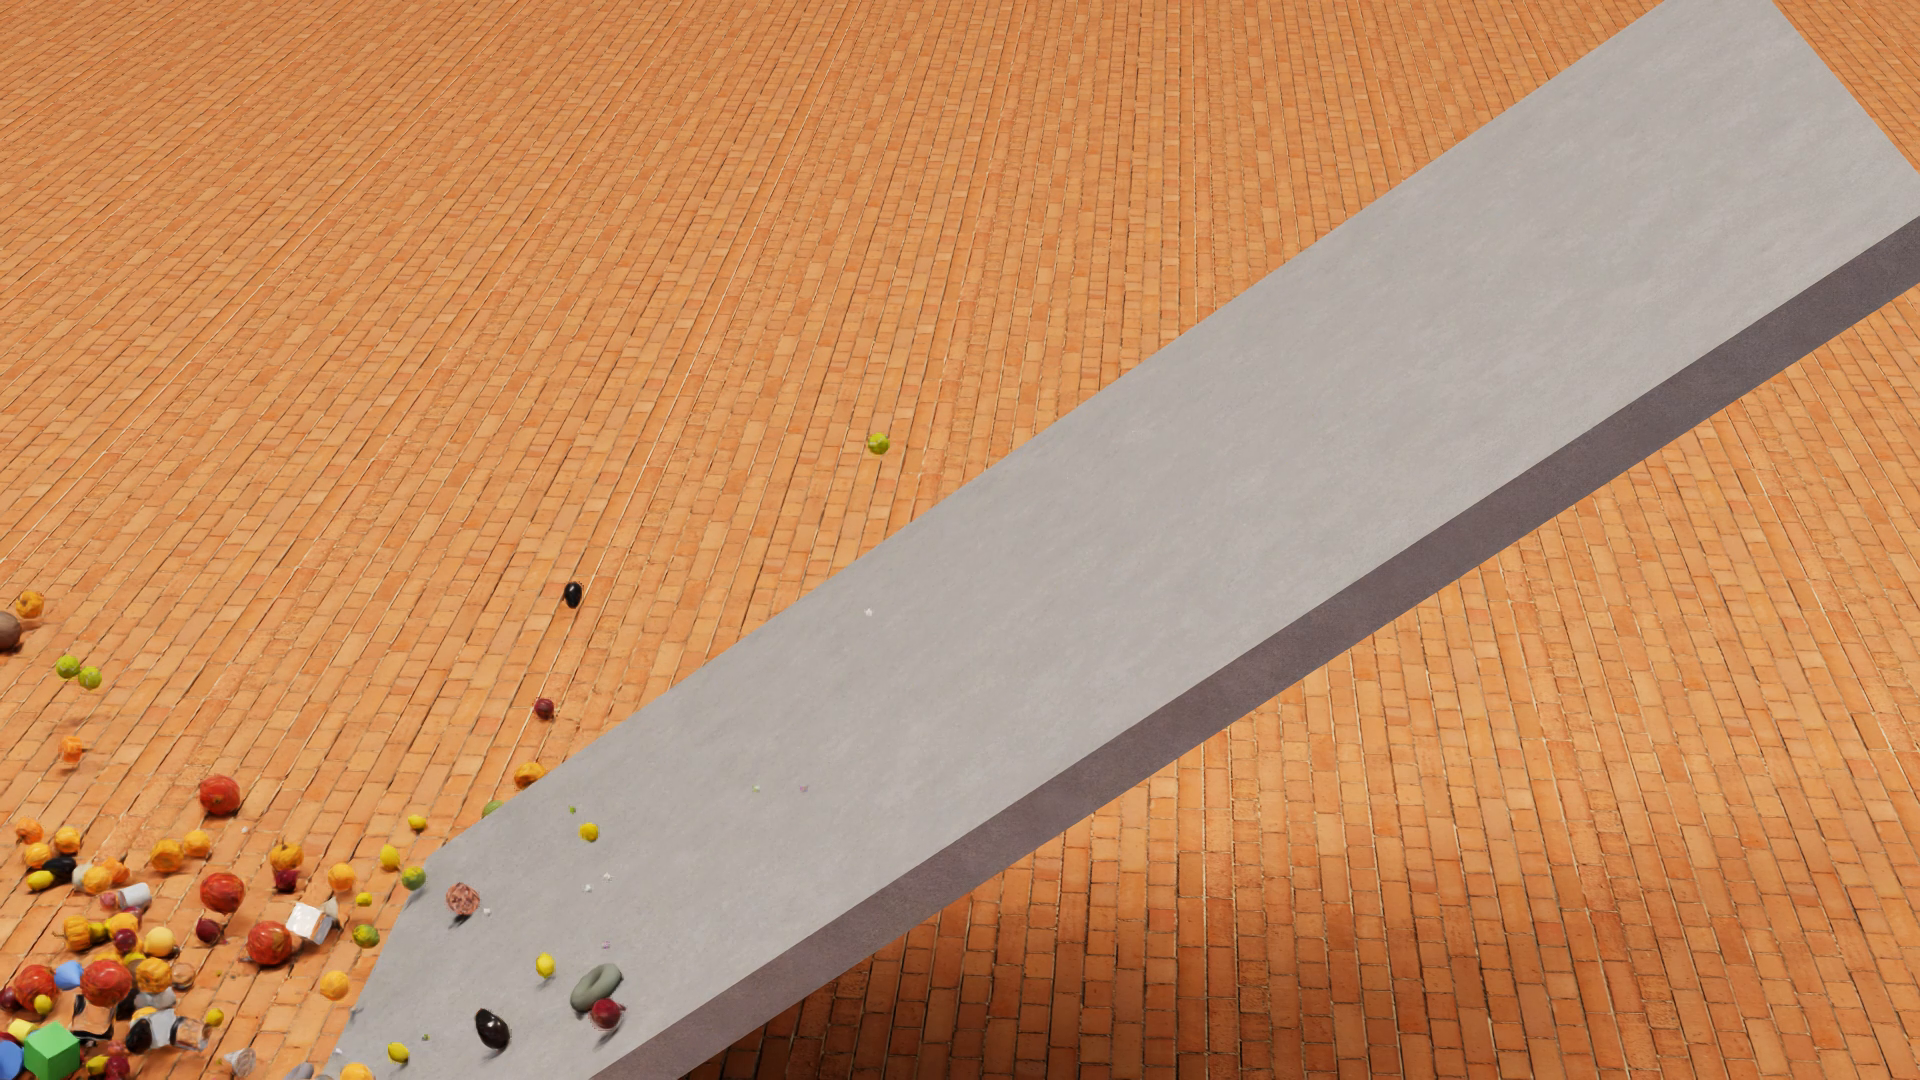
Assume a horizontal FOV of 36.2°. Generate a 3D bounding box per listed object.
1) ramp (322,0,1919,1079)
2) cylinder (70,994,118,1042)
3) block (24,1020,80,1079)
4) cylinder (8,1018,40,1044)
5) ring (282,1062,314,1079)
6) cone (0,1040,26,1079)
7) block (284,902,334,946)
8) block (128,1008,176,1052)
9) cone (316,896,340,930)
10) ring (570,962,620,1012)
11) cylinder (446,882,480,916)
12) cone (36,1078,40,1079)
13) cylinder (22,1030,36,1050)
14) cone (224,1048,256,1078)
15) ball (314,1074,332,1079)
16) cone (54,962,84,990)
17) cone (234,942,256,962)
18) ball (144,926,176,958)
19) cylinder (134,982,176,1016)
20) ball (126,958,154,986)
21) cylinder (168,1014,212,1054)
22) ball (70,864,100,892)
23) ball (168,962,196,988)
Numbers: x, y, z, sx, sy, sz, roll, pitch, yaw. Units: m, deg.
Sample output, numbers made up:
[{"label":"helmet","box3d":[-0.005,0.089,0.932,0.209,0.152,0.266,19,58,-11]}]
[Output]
[{"label":"ramp","box3d":[0.128,0.180,6.324,4.000,0.100,2.000,-34,16,17]},{"label":"cylinder","box3d":[-2.076,1.145,7.052,0.100,0.100,0.100,5,-15,1]},{"label":"block","box3d":[-2.125,1.201,6.883,0.089,0.089,0.089,30,39,26]},{"label":"cylinder","box3d":[-2.259,1.190,7.102,0.055,0.055,0.055,12,25,26]},{"label":"ring","box3d":[-1.554,1.266,6.872,0.106,0.035,0.106,-39,15,12]},{"label":"cone","box3d":[-2.233,1.239,7.001,0.098,0.098,0.098,14,0,30]},{"label":"block","box3d":[-1.660,0.979,7.503,0.075,0.075,0.075,17,-17,20]},{"label":"block","box3d":[-1.931,1.176,7.055,0.076,0.076,0.076,-17,1,31]},{"label":"cone","box3d":[-1.649,0.965,7.571,0.089,0.089,0.089,-5,23,-17]},{"label":"ring","box3d":[-0.743,0.913,5.999,0.122,0.041,0.122,-36,17,13]},{"label":"cylinder","box3d":[-1.203,0.867,7.107,0.069,0.069,0.069,-9,5,-20]},{"label":"cone","box3d":[-2.137,1.290,6.903,0.057,0.057,0.057,17,2,35]},{"label":"cylinder","box3d":[-2.175,1.206,6.997,0.077,0.077,0.077,6,-12,15]},{"label":"cone","box3d":[-1.723,1.232,6.985,0.072,0.072,0.072,9,24,29]},{"label":"ball","box3d":[-1.441,1.237,6.652,0.056,0.056,0.056,0,23,0]},{"label":"cone","box3d":[-2.061,1.026,6.847,0.071,0.071,0.071,-17,22,-35]},{"label":"cone","box3d":[-1.821,1.057,7.462,0.053,0.053,0.053,-27,23,4]},{"label":"ball","box3d":[-2.034,1.022,7.476,0.077,0.077,0.077,0,23,0]},{"label":"cylinder","box3d":[-1.976,1.132,7.223,0.070,0.070,0.070,14,27,30]},{"label":"ball","box3d":[-2.048,1.079,7.349,0.070,0.070,0.070,0,23,0]},{"label":"cylinder","box3d":[-1.828,1.173,6.984,0.073,0.073,0.073,17,26,9]},{"label":"ball","box3d":[-2.312,0.894,7.782,0.076,0.076,0.076,0,23,0]},{"label":"ball","box3d":[-1.941,1.086,7.339,0.066,0.066,0.066,0,23,0]}]
